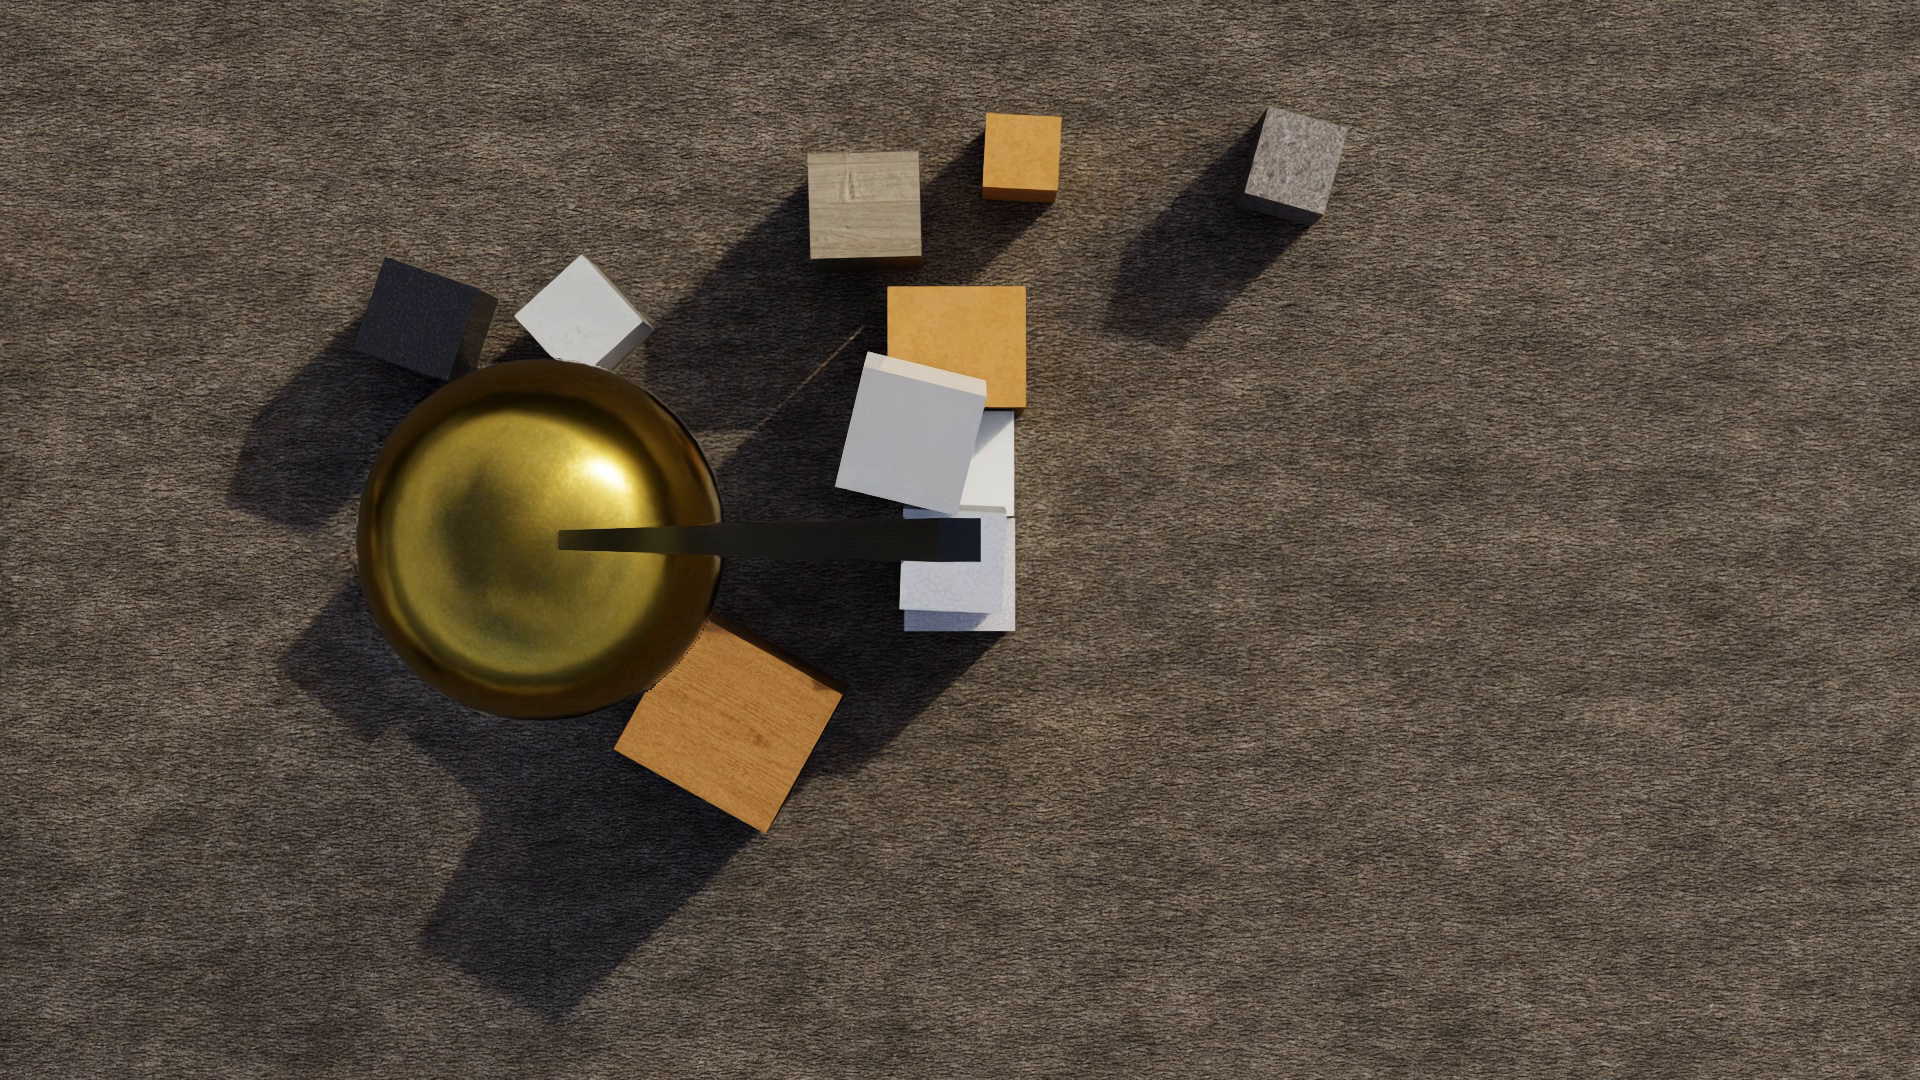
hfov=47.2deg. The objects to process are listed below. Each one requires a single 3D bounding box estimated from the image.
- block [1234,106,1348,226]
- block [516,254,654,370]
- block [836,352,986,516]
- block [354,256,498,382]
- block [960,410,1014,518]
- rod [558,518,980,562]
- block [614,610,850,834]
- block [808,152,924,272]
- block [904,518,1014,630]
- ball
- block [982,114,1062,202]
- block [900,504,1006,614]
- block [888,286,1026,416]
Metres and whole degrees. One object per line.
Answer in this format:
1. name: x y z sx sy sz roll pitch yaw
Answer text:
1. block: 1.918 -2.165 12.769 0.471 0.463 0.513 16 90 0
2. block: -2.167 -1.257 12.744 0.518 0.513 0.515 -42 90 0
3. block: -0.263 -0.585 11.955 0.671 0.554 0.665 14 103 -3
4. block: -3.081 -1.252 12.727 0.563 0.545 0.555 19 90 0
5. block: 0.008 -0.432 12.703 0.593 0.594 0.593 0 90 0
6. rod: -0.796 0.000 6.466 0.080 5.200 0.080 0 90 -18
7. block: -1.290 1.013 12.615 0.968 0.769 0.883 29 90 0
8. block: -0.538 -1.890 12.701 0.626 0.598 0.589 -2 90 0
9. block: -0.002 0.195 12.723 0.626 0.554 0.640 0 90 0
10. ball: -1.836 0.000 9.703 1.600 1.600 1.600 0 90 0
11. block: 0.354 -2.213 12.769 0.429 0.462 0.419 3 90 0
12. block: -0.037 0.094 12.171 0.561 0.505 0.548 2 95 0
13. block: -0.018 -1.073 12.602 0.767 0.796 0.670 0 90 0
